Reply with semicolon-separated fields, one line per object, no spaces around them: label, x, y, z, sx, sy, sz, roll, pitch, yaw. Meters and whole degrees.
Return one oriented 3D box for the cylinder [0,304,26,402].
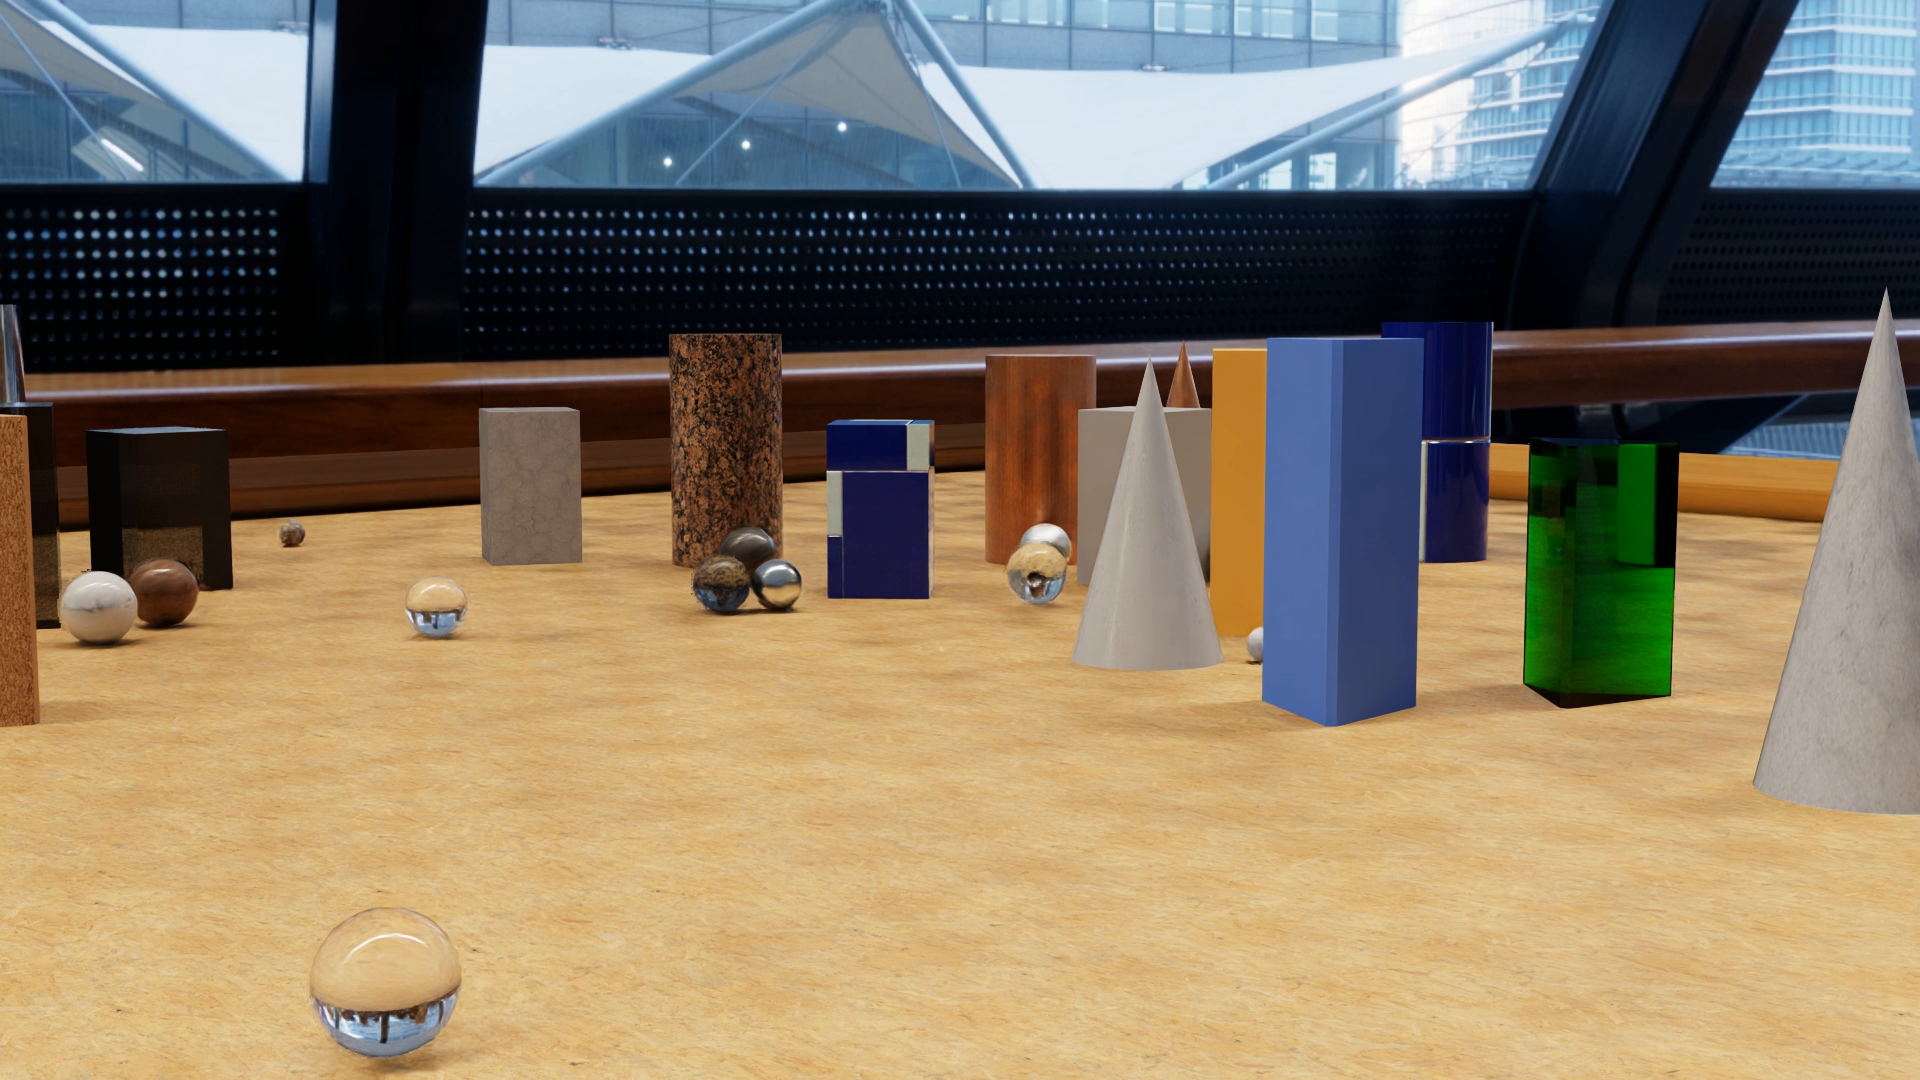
cylinder;-1.593;-0.148;3.506;0.196;0.453;0.196;0;6;0

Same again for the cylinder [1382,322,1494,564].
cylinder;0.854;-0.180;3.957;0.196;0.423;0.196;0;6;0

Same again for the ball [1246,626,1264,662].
ball;0.386;0.132;2.784;0.046;0.046;0.046;0;6;0

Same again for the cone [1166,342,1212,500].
cone;0.436;-0.200;4.313;0.196;0.388;0.196;0;6;0

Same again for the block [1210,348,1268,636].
block;0.430;-0.070;3.066;0.157;0.390;0.157;1;6;6

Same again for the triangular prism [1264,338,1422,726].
triangular prism;0.401;-0.017;2.448;0.147;0.413;0.170;6;8;43

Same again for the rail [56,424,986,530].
rail;-1.378;-0.122;4.817;4.469;0.127;0.045;-5;8;-42

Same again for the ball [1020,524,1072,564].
ball;0.143;0.016;3.690;0.088;0.088;0.088;0;6;0

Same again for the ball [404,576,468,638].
ball;-0.716;0.090;3.002;0.084;0.084;0.084;0;6;0

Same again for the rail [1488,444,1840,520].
rail;1.625;-0.123;4.823;0.045;0.127;4.111;-5;8;-42

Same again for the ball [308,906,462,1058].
ball;-0.344;0.264;1.317;0.089;0.089;0.089;0;6;0

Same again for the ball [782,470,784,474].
ball;-0.485;-0.173;5.572;0.073;0.073;0.073;0;6;0

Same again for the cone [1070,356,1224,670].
cone;0.240;-0.042;2.800;0.196;0.389;0.196;0;6;0

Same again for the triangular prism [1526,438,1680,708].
triangular prism;0.714;0.031;2.555;0.170;0.294;0.147;-3;7;-30

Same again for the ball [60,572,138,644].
ball;-1.148;0.091;2.932;0.098;0.098;0.098;0;6;0

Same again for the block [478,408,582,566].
block;-0.766;-0.098;3.918;0.157;0.269;0.157;-2;6;-19

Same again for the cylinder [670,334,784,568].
cylinder;-0.410;-0.160;3.866;0.196;0.402;0.196;0;6;0

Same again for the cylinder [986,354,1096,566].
cylinder;0.143;-0.145;3.906;0.196;0.365;0.196;0;6;0

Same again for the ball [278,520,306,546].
ball;-1.262;-0.012;4.154;0.048;0.048;0.048;0;6;0

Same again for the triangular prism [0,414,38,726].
triangular prism;-1.101;0.030;2.390;0.170;0.332;0.147;-3;6;-23

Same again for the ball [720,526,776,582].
ball;-0.348;0.023;3.612;0.092;0.092;0.092;0;6;0

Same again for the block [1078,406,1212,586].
block;0.301;-0.071;3.580;0.157;0.284;0.157;4;7;36

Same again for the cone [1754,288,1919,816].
cone;0.840;0.002;2.018;0.196;0.466;0.196;0;6;0

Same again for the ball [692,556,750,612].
ball;-0.351;0.065;3.245;0.085;0.085;0.085;0;6;0

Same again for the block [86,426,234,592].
block;-1.276;-0.048;3.506;0.157;0.254;0.157;5;8;42

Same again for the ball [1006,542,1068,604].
ball;0.117;0.051;3.336;0.094;0.094;0.094;0;6;0

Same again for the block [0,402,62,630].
block;-1.363;-0.035;3.114;0.157;0.311;0.157;-2;6;-21

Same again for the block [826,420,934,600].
block;-0.123;-0.051;3.465;0.157;0.269;0.157;0;6;3

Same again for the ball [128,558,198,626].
ball;-1.125;0.074;3.103;0.096;0.096;0.096;0;6;0

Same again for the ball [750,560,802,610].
ball;-0.272;0.067;3.267;0.076;0.076;0.076;0;6;0

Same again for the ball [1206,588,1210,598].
ball;0.361;0.092;3.194;0.042;0.042;0.042;0;6;0
